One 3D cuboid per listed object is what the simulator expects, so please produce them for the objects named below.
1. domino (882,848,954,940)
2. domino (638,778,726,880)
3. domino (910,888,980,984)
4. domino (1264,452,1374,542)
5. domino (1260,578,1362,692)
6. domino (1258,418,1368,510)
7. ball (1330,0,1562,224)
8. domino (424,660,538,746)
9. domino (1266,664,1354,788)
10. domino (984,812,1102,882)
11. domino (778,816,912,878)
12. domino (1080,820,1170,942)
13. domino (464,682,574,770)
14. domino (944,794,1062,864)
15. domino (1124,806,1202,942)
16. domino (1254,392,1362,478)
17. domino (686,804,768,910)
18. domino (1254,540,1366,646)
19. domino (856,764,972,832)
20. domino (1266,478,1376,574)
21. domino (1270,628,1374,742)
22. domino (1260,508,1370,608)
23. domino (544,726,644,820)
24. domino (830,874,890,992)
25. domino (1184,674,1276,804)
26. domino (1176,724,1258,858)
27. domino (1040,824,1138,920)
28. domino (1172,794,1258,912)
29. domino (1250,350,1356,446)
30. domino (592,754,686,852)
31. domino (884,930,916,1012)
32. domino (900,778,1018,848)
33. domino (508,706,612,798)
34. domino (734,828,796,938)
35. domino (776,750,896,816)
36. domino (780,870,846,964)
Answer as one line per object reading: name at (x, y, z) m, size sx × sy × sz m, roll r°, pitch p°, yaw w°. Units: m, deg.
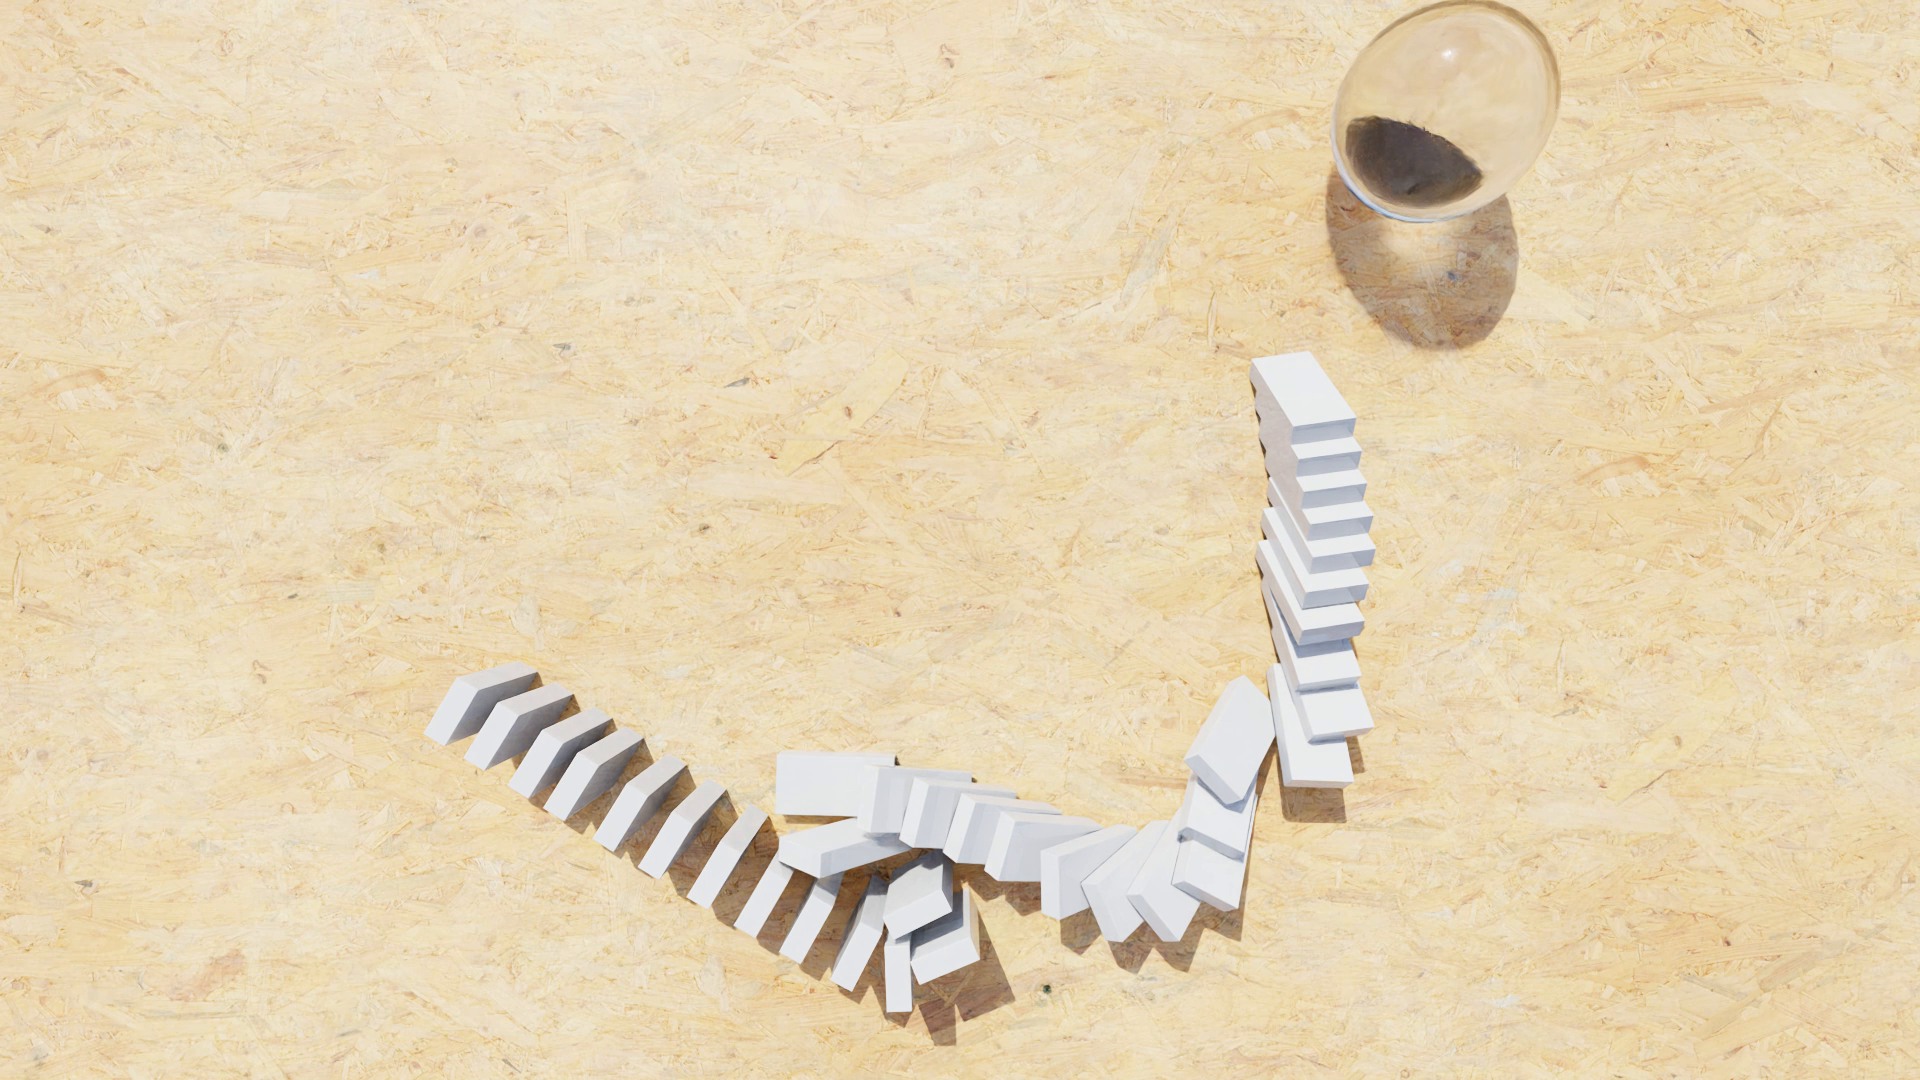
domino at (-0.016, 0.143, 0.375) m, size 0.025 × 0.050 × 0.010 m, roll -26°, pitch 90°, yaw 0°
domino at (-0.112, 0.117, 0.375) m, size 0.009 × 0.050 × 0.025 m, roll 32°, pitch 90°, yaw 0°
domino at (-0.006, 0.161, 0.375) m, size 0.025 × 0.050 × 0.009 m, roll -23°, pitch 90°, yaw 0°
domino at (0.147, -0.021, 0.378) m, size 0.025 × 0.050 × 0.009 m, roll -8°, pitch 133°, yaw 0°
domino at (0.146, 0.037, 0.383) m, size 0.025 × 0.009 × 0.050 m, roll -8°, pitch 60°, yaw 0°
domino at (0.144, -0.034, 0.378) m, size 0.025 × 0.050 × 0.009 m, roll -8°, pitch 132°, yaw 0°
ball at (0.188, -0.167, 0.360) m, size 0.080 × 0.080 × 0.080 m, roll 0°, pitch 90°, yaw 0°
domino at (-0.195, 0.066, 0.375) m, size 0.009 × 0.050 × 0.025 m, roll 31°, pitch 90°, yaw 0°
domino at (0.146, 0.077, 0.383) m, size 0.025 × 0.010 × 0.050 m, roll 2°, pitch 59°, yaw -1°
domino at (0.036, 0.128, 0.382) m, size 0.050 × 0.009 × 0.025 m, roll 16°, pitch 90°, yaw -35°
domino at (-0.046, 0.123, 0.373) m, size 0.025 × 0.050 × 0.009 m, roll 3°, pitch 90°, yaw 41°
domino at (0.074, 0.140, 0.380) m, size 0.050 × 0.010 × 0.025 m, roll -24°, pitch 91°, yaw -40°
domino at (-0.179, 0.075, 0.375) m, size 0.010 × 0.050 × 0.025 m, roll 32°, pitch 90°, yaw 0°
domino at (0.019, 0.121, 0.381) m, size 0.050 × 0.010 × 0.025 m, roll 19°, pitch 88°, yaw -37°
domino at (0.091, 0.137, 0.380) m, size 0.025 × 0.009 × 0.050 m, roll 51°, pitch 52°, yaw -4°
domino at (0.143, -0.047, 0.378) m, size 0.025 × 0.050 × 0.010 m, roll -8°, pitch 132°, yaw 0°
domino at (-0.094, 0.128, 0.375) m, size 0.010 × 0.050 × 0.025 m, roll 31°, pitch 90°, yaw 0°
domino at (0.143, 0.019, 0.379) m, size 0.025 × 0.050 × 0.009 m, roll -9°, pitch 135°, yaw -1°
domino at (-0.018, 0.107, 0.379) m, size 0.050 × 0.009 × 0.025 m, roll 15°, pitch 78°, yaw -39°
domino at (0.148, -0.008, 0.378) m, size 0.025 × 0.050 × 0.010 m, roll -8°, pitch 132°, yaw 0°
domino at (0.151, 0.057, 0.383) m, size 0.025 × 0.009 × 0.050 m, roll -7°, pitch 60°, yaw -2°
domino at (0.145, 0.005, 0.378) m, size 0.025 × 0.050 × 0.010 m, roll -8°, pitch 133°, yaw 0°
domino at (-0.149, 0.094, 0.375) m, size 0.010 × 0.050 × 0.025 m, roll 32°, pitch 90°, yaw 0°
domino at (-0.040, 0.159, 0.375) m, size 0.009 × 0.050 × 0.025 m, roll 27°, pitch 90°, yaw 0°
domino at (0.114, 0.082, 0.380) m, size 0.025 × 0.010 × 0.050 m, roll 46°, pitch 51°, yaw 0°
domino at (0.109, 0.103, 0.382) m, size 0.025 × 0.010 × 0.050 m, roll 25°, pitch 55°, yaw 0°
domino at (0.054, 0.136, 0.380) m, size 0.050 × 0.009 × 0.025 m, roll -1°, pitch 90°, yaw -41°
domino at (0.106, 0.124, 0.381) m, size 0.025 × 0.010 × 0.050 m, roll 29°, pitch 55°, yaw -5°
domino at (0.140, -0.059, 0.378) m, size 0.025 × 0.050 × 0.010 m, roll -8°, pitch 132°, yaw 0°
domino at (-0.130, 0.106, 0.375) m, size 0.009 × 0.050 × 0.025 m, roll 32°, pitch 90°, yaw 0°
domino at (-0.024, 0.168, 0.375) m, size 0.009 × 0.050 × 0.025 m, roll -2°, pitch 90°, yaw 0°
domino at (0.000, 0.114, 0.380) m, size 0.050 × 0.009 × 0.025 m, roll 18°, pitch 84°, yaw -39°
domino at (-0.162, 0.086, 0.375) m, size 0.010 × 0.050 × 0.025 m, roll 32°, pitch 90°, yaw 0°
domino at (-0.076, 0.139, 0.375) m, size 0.010 × 0.050 × 0.025 m, roll 31°, pitch 90°, yaw 0°
domino at (-0.053, 0.105, 0.395) m, size 0.050 × 0.010 × 0.025 m, roll 2°, pitch 90°, yaw 0°
domino at (-0.059, 0.149, 0.375) m, size 0.010 × 0.050 × 0.025 m, roll 30°, pitch 90°, yaw 0°
